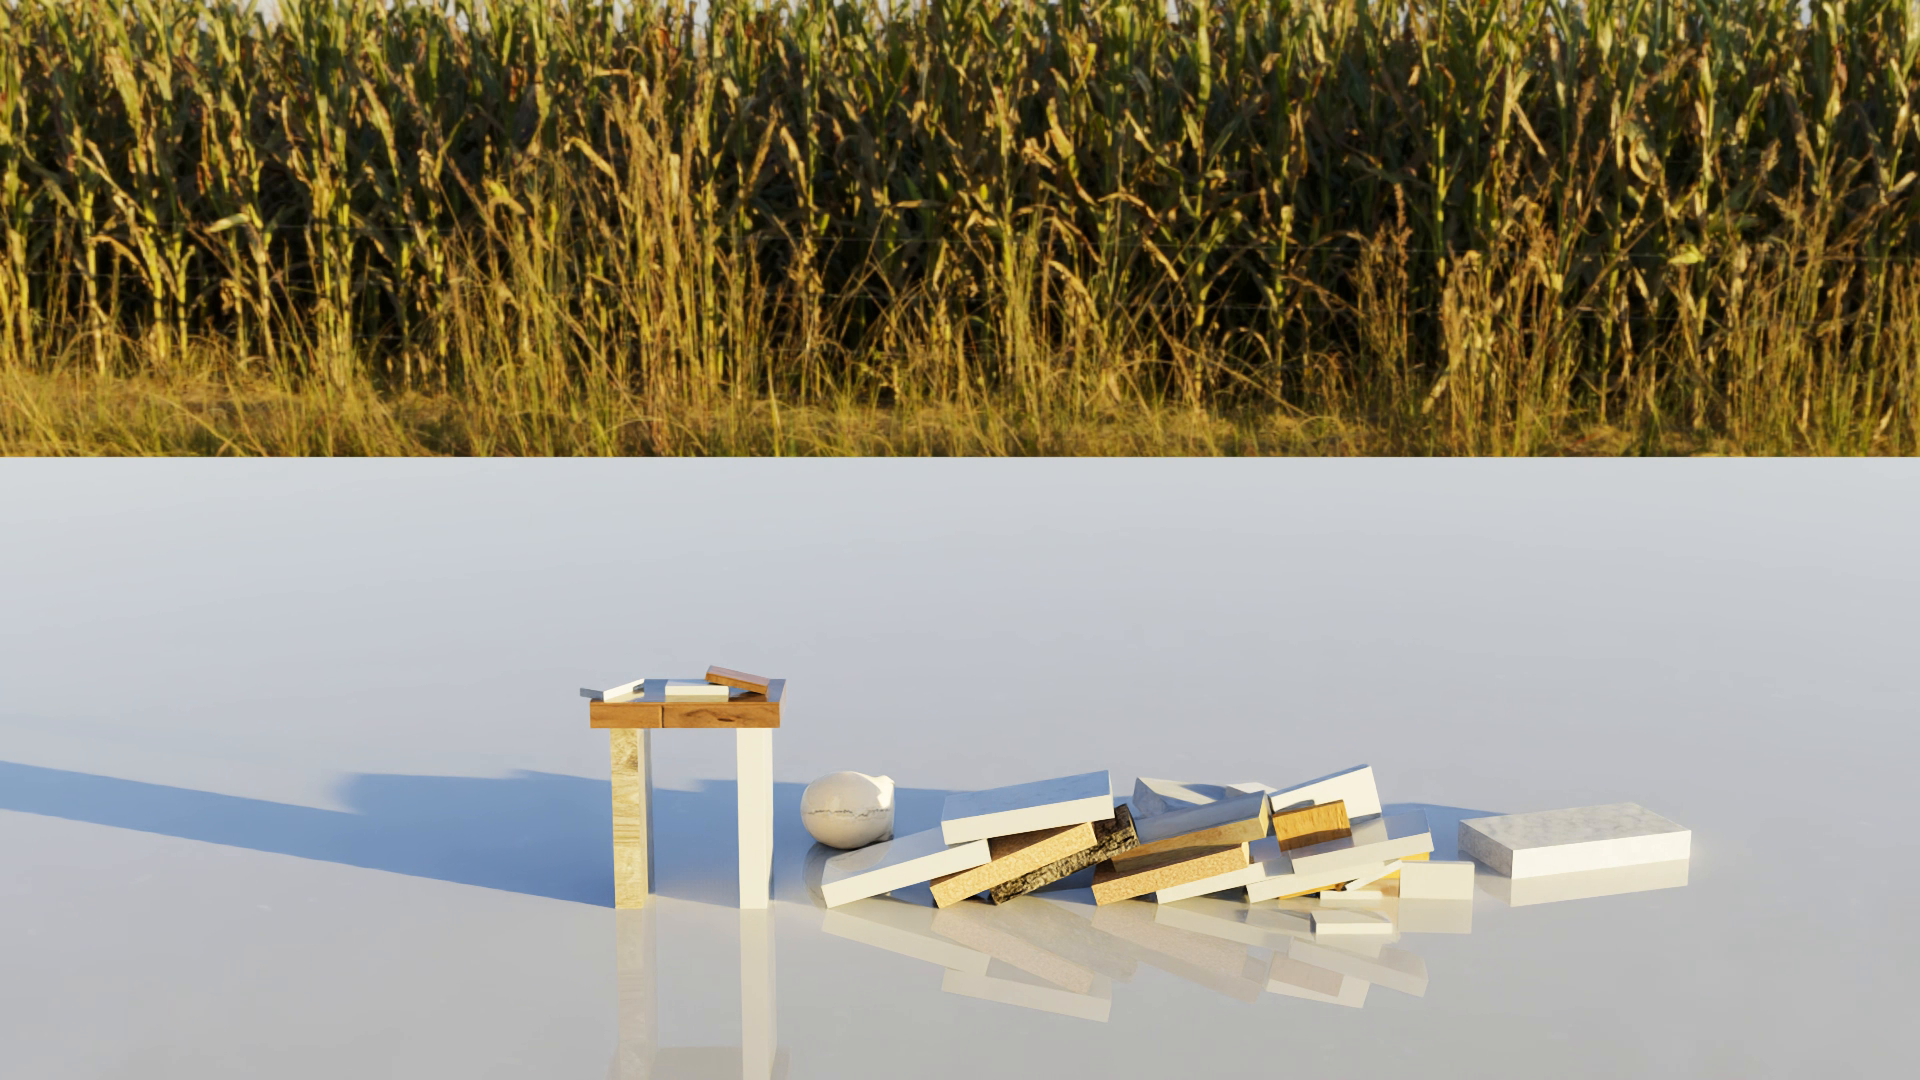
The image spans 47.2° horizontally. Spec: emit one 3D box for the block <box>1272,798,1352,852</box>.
[{"bbox_3d":[0.580,0.470,3.625,0.120,0.060,0.017,-14,10,6],"label":"block"}]

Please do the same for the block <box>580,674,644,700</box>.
[{"bbox_3d":[-0.569,0.241,3.600,0.050,0.014,0.101,6,12,30],"label":"block"}]

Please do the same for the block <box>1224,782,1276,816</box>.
[{"bbox_3d":[0.562,0.466,3.863,0.089,0.025,0.177,2,11,-46],"label":"block"}]

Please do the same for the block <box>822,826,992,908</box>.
[{"bbox_3d":[-0.088,0.532,3.655,0.279,0.040,0.139,-16,10,3],"label":"block"}]

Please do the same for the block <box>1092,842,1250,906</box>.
[{"bbox_3d":[0.350,0.534,3.642,0.256,0.036,0.128,-16,10,12],"label":"block"}]

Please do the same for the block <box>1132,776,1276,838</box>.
[{"bbox_3d":[0.503,0.488,3.908,0.355,0.050,0.177,8,8,-16],"label":"block"}]

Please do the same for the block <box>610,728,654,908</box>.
[{"bbox_3d":[-0.542,0.439,3.645,0.043,0.305,0.153,0,11,0],"label":"block"}]

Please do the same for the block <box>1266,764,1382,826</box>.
[{"bbox_3d":[0.607,0.442,3.661,0.177,0.089,0.025,-16,10,-8],"label":"block"}]

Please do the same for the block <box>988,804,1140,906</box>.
[{"bbox_3d":[0.170,0.522,3.660,0.256,0.036,0.128,-23,9,5],"label":"block"}]

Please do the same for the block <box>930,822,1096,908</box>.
[{"bbox_3d":[0.088,0.518,3.650,0.279,0.040,0.140,-23,9,5],"label":"block"}]

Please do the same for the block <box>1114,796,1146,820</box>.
[{"bbox_3d":[0.205,0.518,3.919,0.355,0.050,0.177,-3,11,-18],"label":"block"}]

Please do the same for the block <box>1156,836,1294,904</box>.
[{"bbox_3d":[0.434,0.548,3.666,0.226,0.032,0.113,-13,10,3],"label":"block"}]

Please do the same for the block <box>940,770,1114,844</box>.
[{"bbox_3d":[0.113,0.441,3.640,0.279,0.040,0.140,-10,10,5],"label":"block"}]

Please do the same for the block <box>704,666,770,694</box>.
[{"bbox_3d":[-0.365,0.229,3.606,0.101,0.014,0.050,13,10,-1],"label":"block"}]

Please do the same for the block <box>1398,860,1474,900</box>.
[{"bbox_3d":[0.790,0.563,3.649,0.120,0.060,0.017,1,11,4],"label":"block"}]

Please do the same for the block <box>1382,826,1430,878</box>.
[{"bbox_3d":[0.708,0.530,3.748,0.177,0.089,0.025,0,11,0],"label":"block"}]

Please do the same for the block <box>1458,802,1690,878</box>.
[{"bbox_3d":[1.080,0.527,3.873,0.355,0.050,0.177,-3,11,-18],"label":"block"}]

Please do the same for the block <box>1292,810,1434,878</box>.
[{"bbox_3d":[0.660,0.499,3.618,0.226,0.032,0.113,-13,10,10],"label":"block"}]

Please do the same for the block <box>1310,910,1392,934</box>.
[{"bbox_3d":[0.624,0.610,3.513,0.120,0.017,0.060,0,11,-1],"label":"block"}]

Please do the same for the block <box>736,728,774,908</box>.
[{"bbox_3d":[-0.338,0.439,3.645,0.043,0.305,0.153,0,11,0],"label":"block"}]

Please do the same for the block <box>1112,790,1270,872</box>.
[{"bbox_3d":[0.383,0.483,3.650,0.256,0.036,0.128,-16,10,16],"label":"block"}]

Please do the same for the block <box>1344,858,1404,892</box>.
[{"bbox_3d":[0.684,0.549,3.649,0.100,0.014,0.050,-27,9,7],"label":"block"}]

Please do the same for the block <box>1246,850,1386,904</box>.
[{"bbox_3d":[0.586,0.544,3.661,0.226,0.032,0.113,-14,10,5],"label":"block"}]

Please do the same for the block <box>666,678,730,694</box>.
[{"bbox_3d":[-0.429,0.240,3.604,0.101,0.014,0.050,0,11,0],"label":"block"}]

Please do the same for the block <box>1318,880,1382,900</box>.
[{"bbox_3d":[0.647,0.583,3.666,0.100,0.014,0.050,0,11,0],"label":"block"}]

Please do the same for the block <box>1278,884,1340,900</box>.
[{"bbox_3d":[0.576,0.574,3.663,0.100,0.014,0.050,-12,11,1],"label":"block"}]

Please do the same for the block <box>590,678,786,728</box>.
[{"bbox_3d":[-0.443,0.268,3.613,0.305,0.043,0.153,0,11,0],"label":"block"}]
